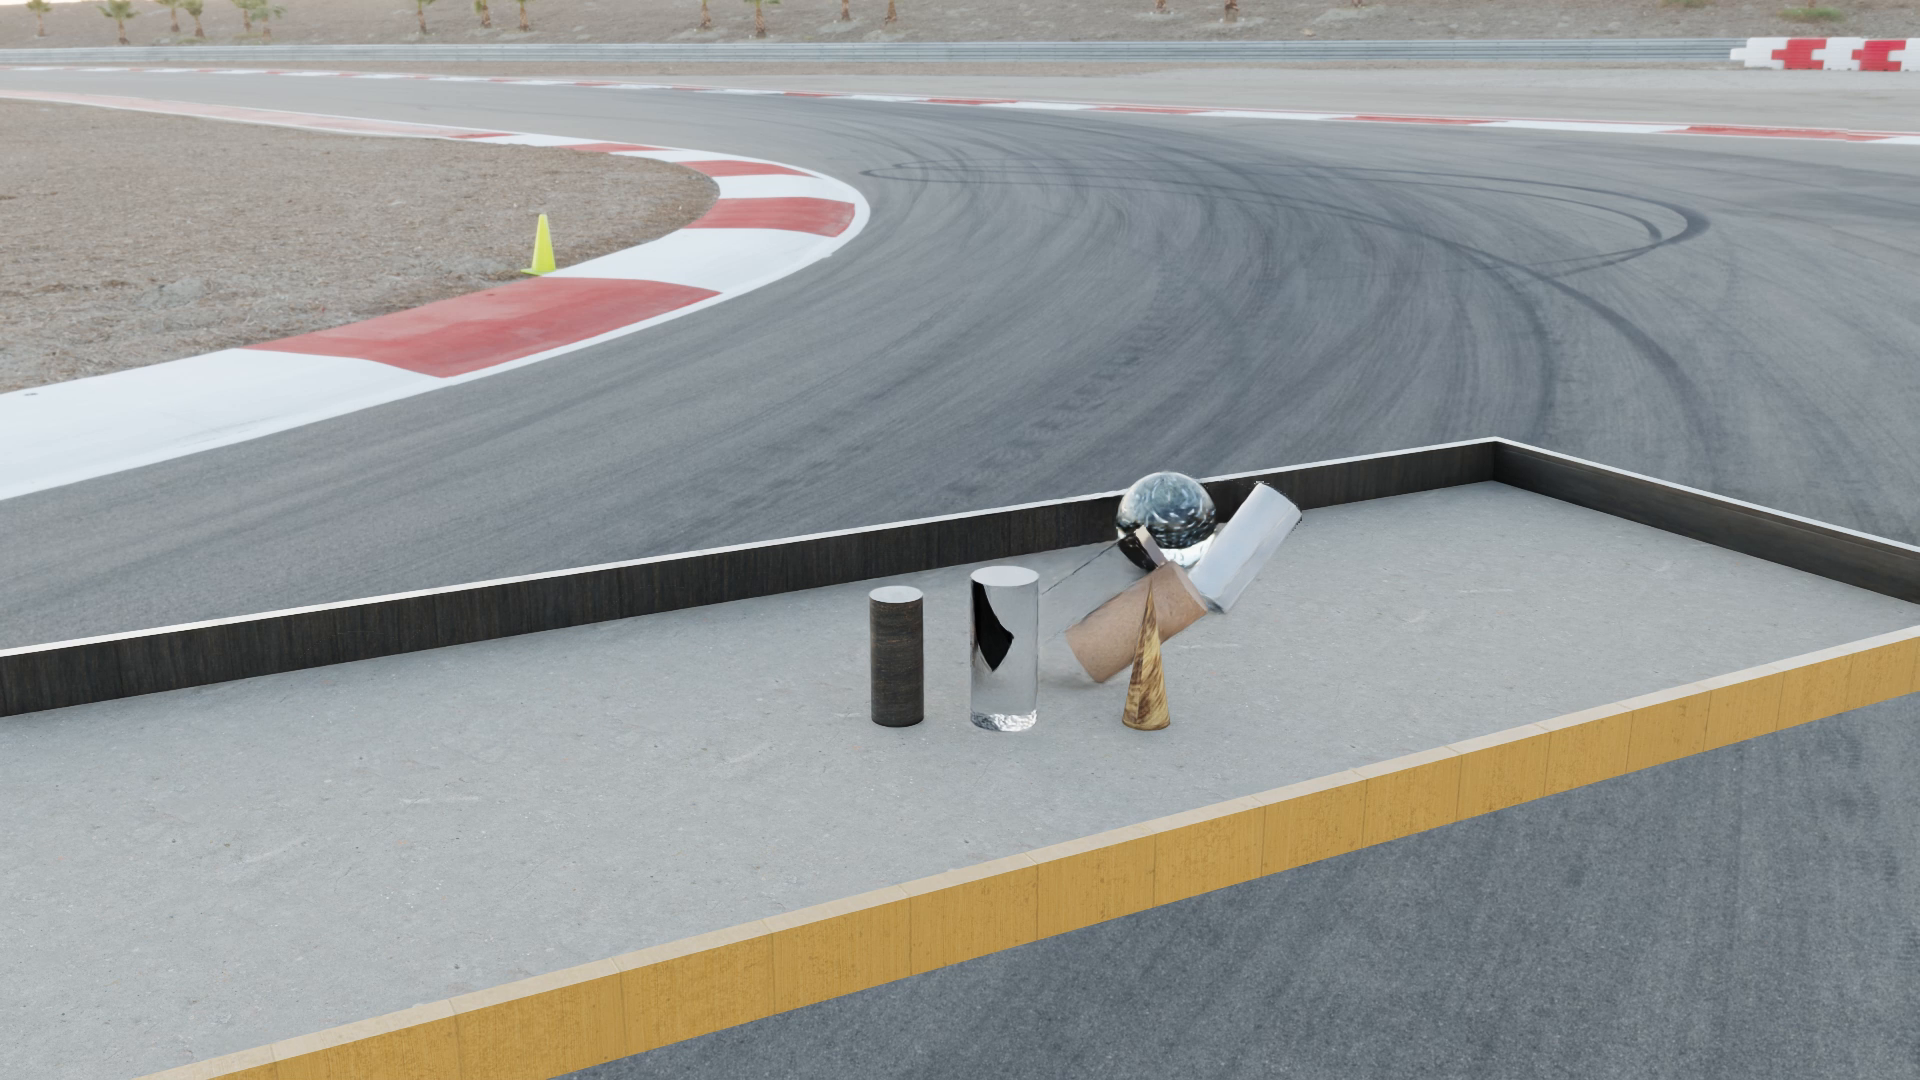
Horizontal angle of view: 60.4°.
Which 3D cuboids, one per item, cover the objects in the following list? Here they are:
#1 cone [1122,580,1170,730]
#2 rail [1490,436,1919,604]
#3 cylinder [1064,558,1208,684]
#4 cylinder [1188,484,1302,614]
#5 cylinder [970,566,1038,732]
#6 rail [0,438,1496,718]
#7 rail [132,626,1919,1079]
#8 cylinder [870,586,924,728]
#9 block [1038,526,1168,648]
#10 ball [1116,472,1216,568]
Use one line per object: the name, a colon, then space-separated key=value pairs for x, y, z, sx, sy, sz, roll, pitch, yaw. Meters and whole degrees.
cone: x=0.440 y=0.259 z=3.847 sx=0.114 sy=0.353 sz=0.114 roll=0 pitch=16 yaw=0
rail: x=2.466 y=-0.048 z=5.253 sx=0.050 sy=0.150 sz=2.100 roll=-9 pitch=18 yaw=-27
cylinder: x=0.438 y=0.202 z=4.098 sx=0.320 sy=0.161 sz=0.161 roll=-35 pitch=11 yaw=13
cylinder: x=0.791 y=0.025 z=4.634 sx=0.150 sy=0.353 sz=0.150 roll=38 pitch=-5 yaw=4
cylinder: x=0.103 y=0.253 z=3.864 sx=0.158 sy=0.355 sz=0.158 roll=0 pitch=16 yaw=0
rail: x=-3.305 y=0.497 z=3.399 sx=12.000 sy=0.150 sz=0.050 roll=-9 pitch=18 yaw=-27
rail: x=-2.336 y=1.006 z=1.665 sx=12.000 sy=0.150 sz=0.050 roll=-9 pitch=18 yaw=-27
cylinder: x=-0.148 y=0.274 z=3.877 sx=0.125 sy=0.308 sz=0.125 roll=0 pitch=16 yaw=0
block: x=0.294 y=0.137 z=4.092 sx=0.450 sy=0.105 sz=0.105 roll=-36 pitch=-5 yaw=21
ball: x=0.616 y=-0.056 z=4.924 sx=0.298 sy=0.298 sz=0.298 roll=0 pitch=16 yaw=0
